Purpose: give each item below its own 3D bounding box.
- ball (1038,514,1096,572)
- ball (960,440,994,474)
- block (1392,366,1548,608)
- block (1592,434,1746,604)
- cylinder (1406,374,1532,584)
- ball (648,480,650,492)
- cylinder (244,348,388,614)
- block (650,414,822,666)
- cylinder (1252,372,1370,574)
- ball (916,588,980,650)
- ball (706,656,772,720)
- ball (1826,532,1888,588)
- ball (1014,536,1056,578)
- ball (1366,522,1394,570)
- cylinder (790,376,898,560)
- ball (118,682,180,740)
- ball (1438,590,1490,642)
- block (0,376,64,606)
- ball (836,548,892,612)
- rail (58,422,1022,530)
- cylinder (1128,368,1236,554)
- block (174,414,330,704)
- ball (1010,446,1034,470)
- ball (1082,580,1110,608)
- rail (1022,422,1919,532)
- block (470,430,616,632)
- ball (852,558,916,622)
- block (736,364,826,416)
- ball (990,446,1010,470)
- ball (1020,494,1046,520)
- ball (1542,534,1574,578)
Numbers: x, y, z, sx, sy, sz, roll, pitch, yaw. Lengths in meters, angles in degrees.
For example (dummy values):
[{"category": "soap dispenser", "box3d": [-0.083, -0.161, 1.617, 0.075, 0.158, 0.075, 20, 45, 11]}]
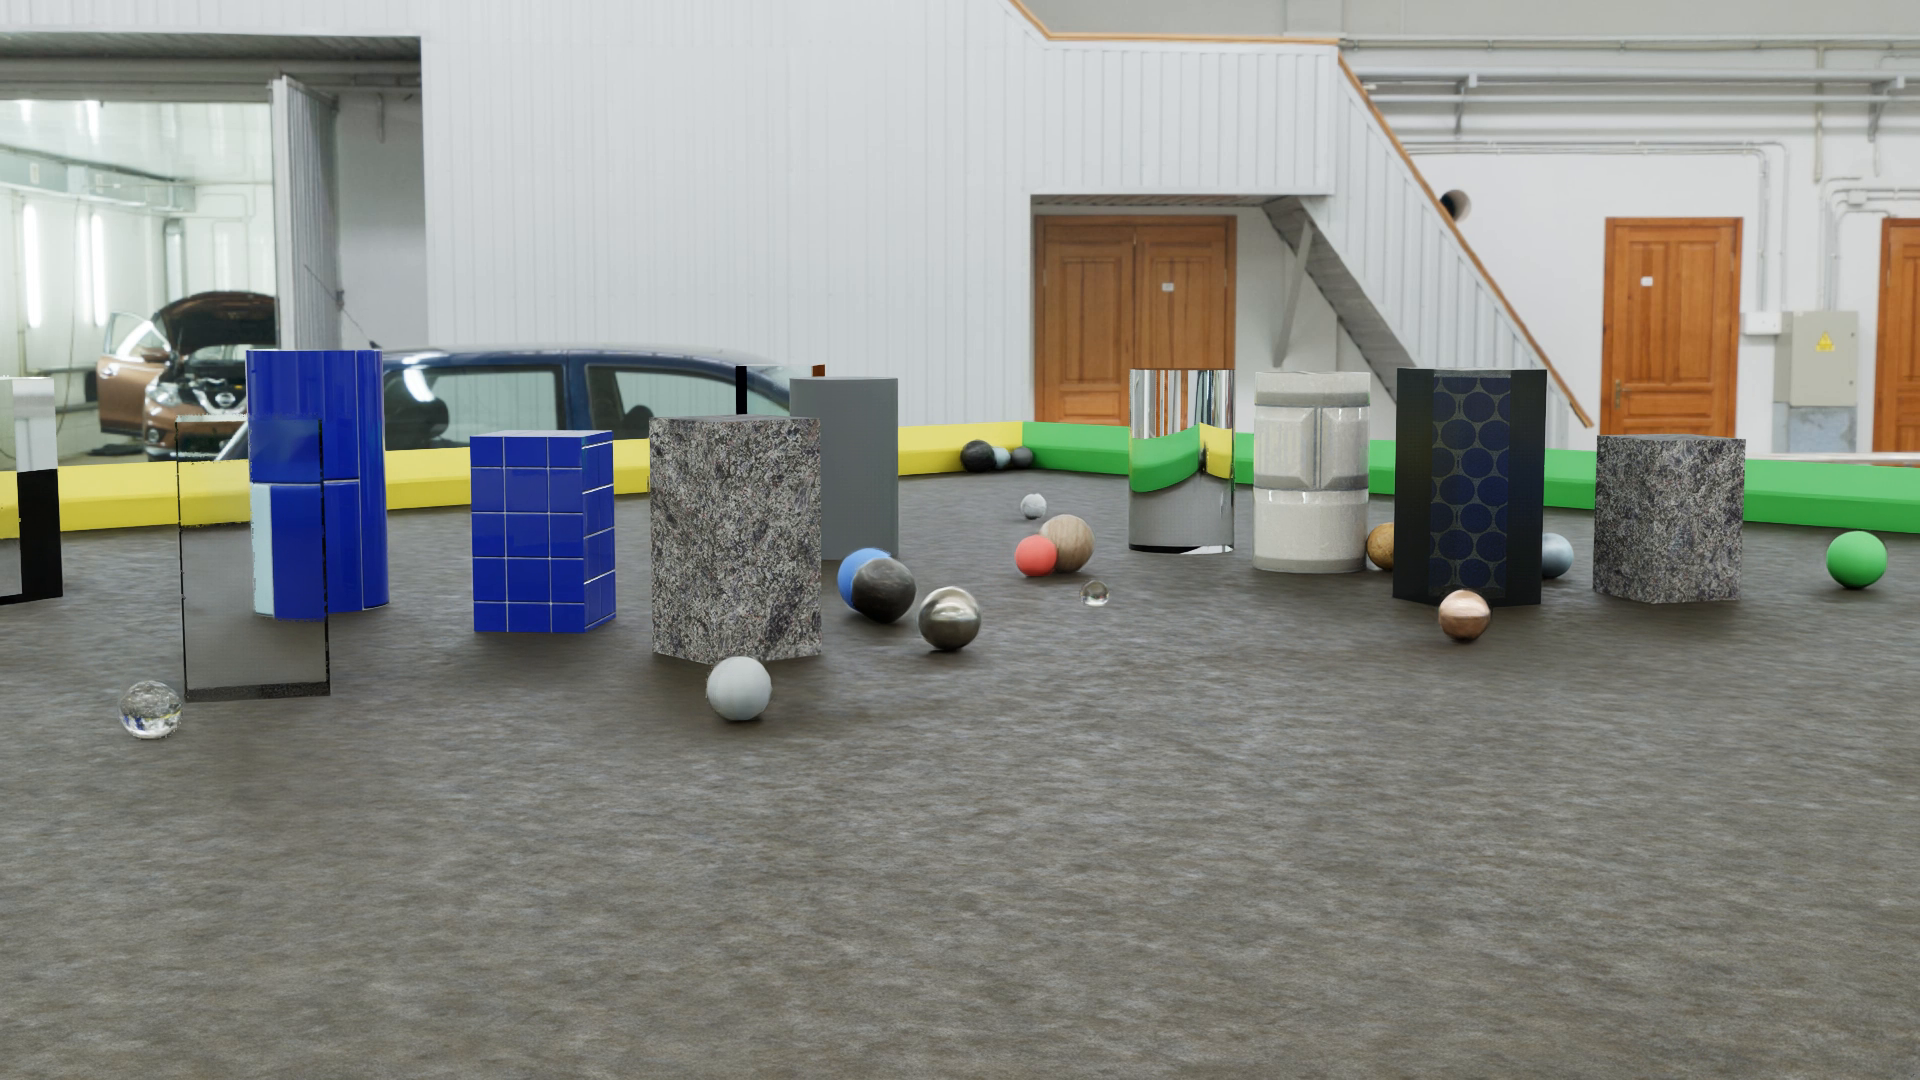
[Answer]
[{"category": "ball", "box3d": [0.180, 0.006, 3.748, 0.099, 0.099, 0.099, 0, 6, 0]}, {"category": "ball", "box3d": [0.049, -0.231, 6.050, 0.094, 0.094, 0.094, 0, 6, 0]}, {"category": "block", "box3d": [0.779, -0.084, 3.368, 0.159, 0.357, 0.159, -3, 7, -24]}, {"category": "block", "box3d": [1.108, -0.037, 3.441, 0.159, 0.248, 0.159, -2, 6, -17]}, {"category": "cylinder", "box3d": [0.851, -0.107, 3.685, 0.199, 0.338, 0.199, 0, 6, 0]}, {"category": "ball", "box3d": [-0.710, -0.128, 5.216, 0.062, 0.062, 0.062, 0, 6, 0]}, {"category": "cylinder", "box3d": [-0.969, -0.094, 3.321, 0.199, 0.386, 0.199, 0, 6, 0]}, {"category": "block", "box3d": [-0.292, -0.005, 2.855, 0.159, 0.307, 0.159, -5, 8, -39]}, {"category": "cylinder", "box3d": [0.610, -0.121, 3.821, 0.199, 0.338, 0.199, 0, 6, 0]}, {"category": "ball", "box3d": [-0.015, 0.104, 2.888, 0.084, 0.084, 0.084, 0, 6, 0]}, {"category": "ball", "box3d": [-0.240, 0.162, 2.395, 0.071, 0.071, 0.071, 0, 6, 0]}, {"category": "ball", "box3d": [1.442, 0.032, 3.536, 0.092, 0.092, 0.092, 0, 6, 0]}, {"category": "ball", "box3d": [0.127, 0.027, 3.686, 0.070, 0.070, 0.070, 0, 6, 0]}, {"category": "ball", "box3d": [0.741, 0.011, 3.784, 0.082, 0.082, 0.082, 0, 6, 0]}, {"category": "cylinder", "box3d": [-0.212, -0.135, 4.027, 0.199, 0.322, 0.199, 0, 6, 0]}, {"category": "ball", "box3d": [-0.844, 0.177, 2.290, 0.061, 0.061, 0.061, 0, 6, 0]}, {"category": "ball", "box3d": [0.681, 0.102, 2.971, 0.069, 0.069, 0.069, 0, 6, 0]}, {"category": "block", "box3d": [-1.507, -0.077, 3.382, 0.159, 0.341, 0.159, 3, 7, 25]}, {"category": "ball", "box3d": [-0.134, 0.060, 3.246, 0.095, 0.095, 0.095, 0, 6, 0]}, {"category": "rail", "box3d": [-1.384, -0.122, 4.823, 4.296, 0.129, 0.045, -5, 8, -42]}, {"category": "cylinder", "box3d": [0.416, -0.152, 4.122, 0.199, 0.336, 0.199, 0, 6, 0]}, {"category": "block", "box3d": [-0.832, 0.016, 2.587, 0.159, 0.320, 0.159, -2, 6, -18]}, {"category": "ball", "box3d": [0.175, -0.232, 6.202, 0.064, 0.064, 0.064, 0, 6, 0]}, {"category": "ball", "box3d": [0.204, 0.081, 3.307, 0.042, 0.042, 0.042, 0, 6, 0]}, {"category": "rail", "box3d": [1.561, -0.116, 4.765, 0.045, 0.129, 4.128, -5, 8, -42]}, {"category": "block", "box3d": [-0.590, -0.015, 3.122, 0.159, 0.272, 0.159, 1, 6, 7]}, {"category": "ball", "box3d": [-0.109, 0.071, 3.156, 0.092, 0.092, 0.092, 0, 6, 0]}, {"category": "block", "box3d": [-0.376, -0.203, 4.640, 0.159, 0.331, 0.159, 1, 6, 7]}, {"category": "ball", "box3d": [0.107, -0.227, 6.133, 0.069, 0.069, 0.069, 0, 6, 0]}, {"category": "ball", "box3d": [0.157, -0.071, 4.696, 0.056, 0.056, 0.056, 0, 6, 0]}, {"category": "ball", "box3d": [0.986, 0.026, 3.675, 0.075, 0.075, 0.075, 0, 6, 0]}]
